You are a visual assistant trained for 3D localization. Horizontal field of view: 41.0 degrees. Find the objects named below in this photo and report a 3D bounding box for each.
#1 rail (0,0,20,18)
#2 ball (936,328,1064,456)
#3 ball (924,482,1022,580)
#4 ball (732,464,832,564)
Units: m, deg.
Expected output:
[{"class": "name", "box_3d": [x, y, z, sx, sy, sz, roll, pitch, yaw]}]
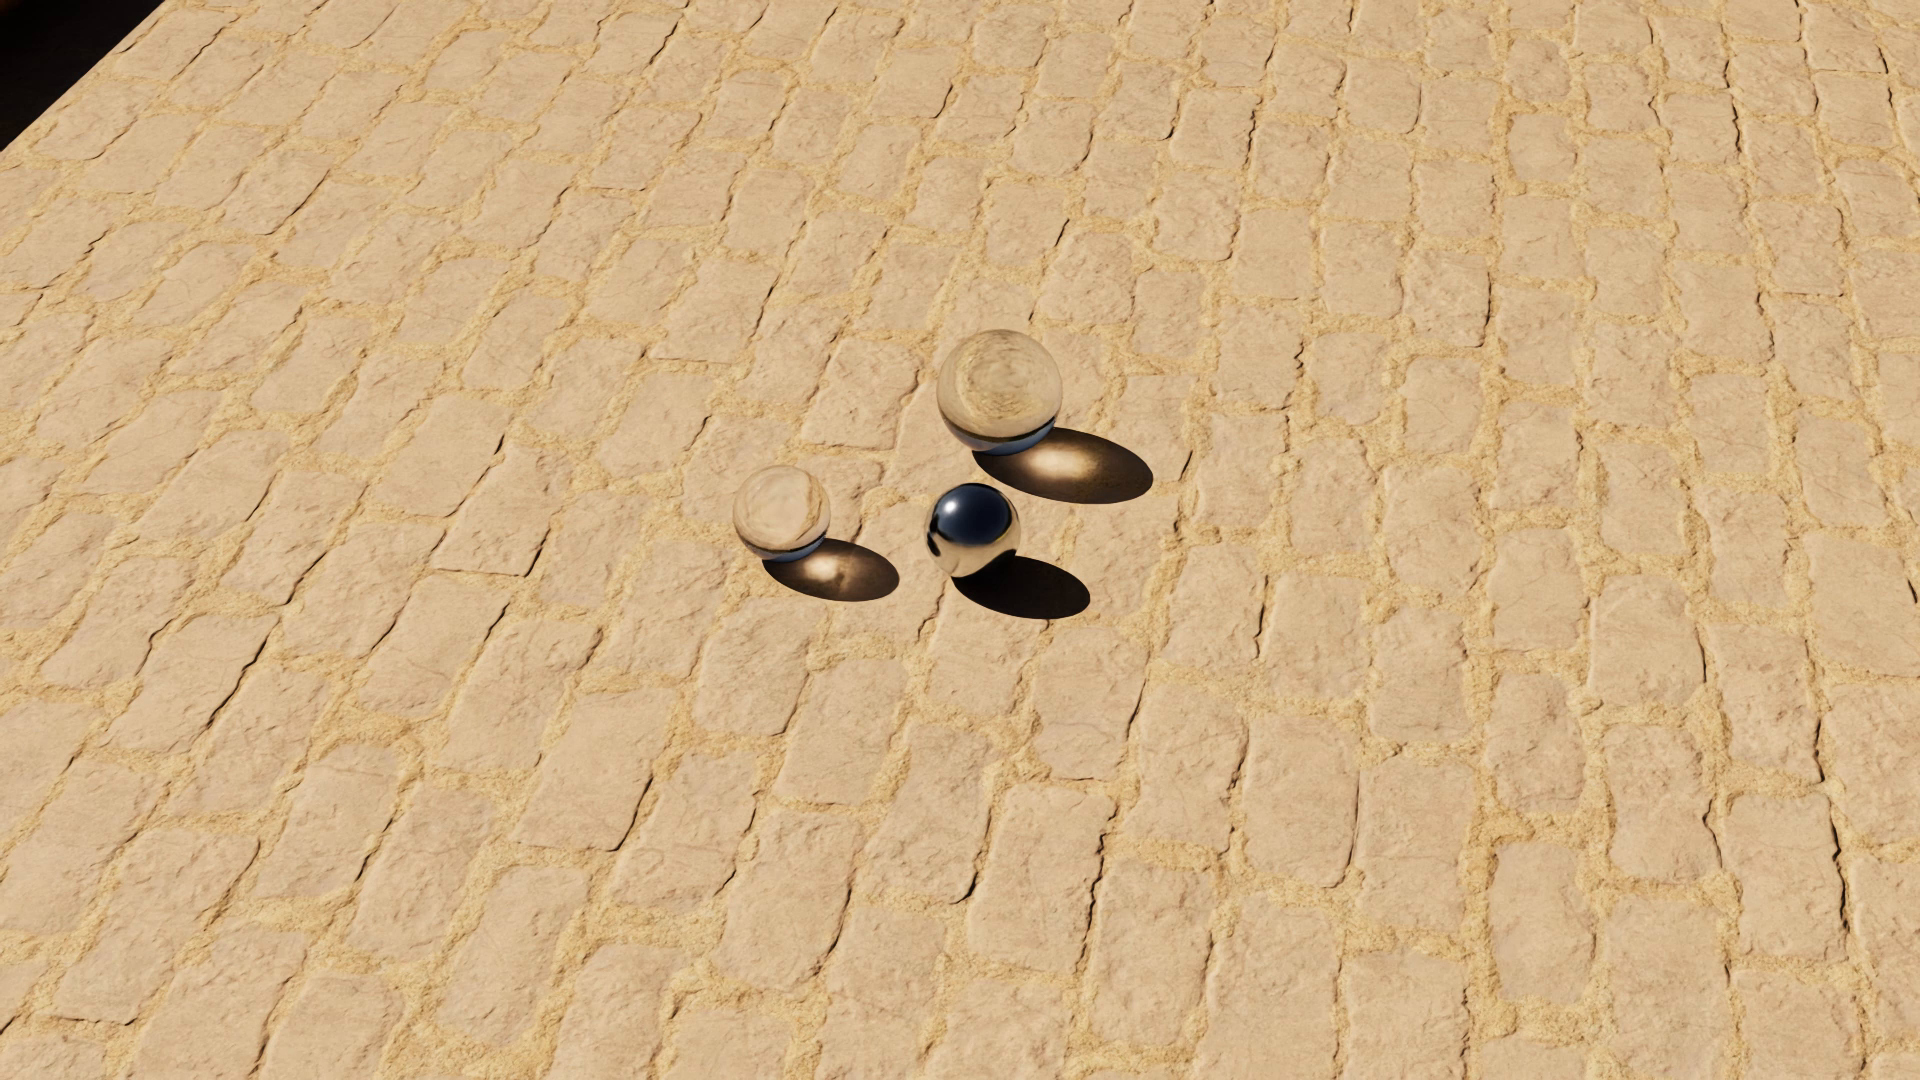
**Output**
[{"class": "rail", "box_3d": [-1.051, -0.134, 1.865, 0.045, 0.125, 2.585, 6, 36, 9]}, {"class": "ball", "box_3d": [0.029, -0.107, 1.858, 0.092, 0.092, 0.092, 0, 35, 0]}, {"class": "ball", "box_3d": [0.008, -0.006, 1.737, 0.067, 0.067, 0.067, 0, 35, 0]}, {"class": "ball", "box_3d": [-0.122, -0.018, 1.753, 0.067, 0.067, 0.067, 0, 35, 0]}]
